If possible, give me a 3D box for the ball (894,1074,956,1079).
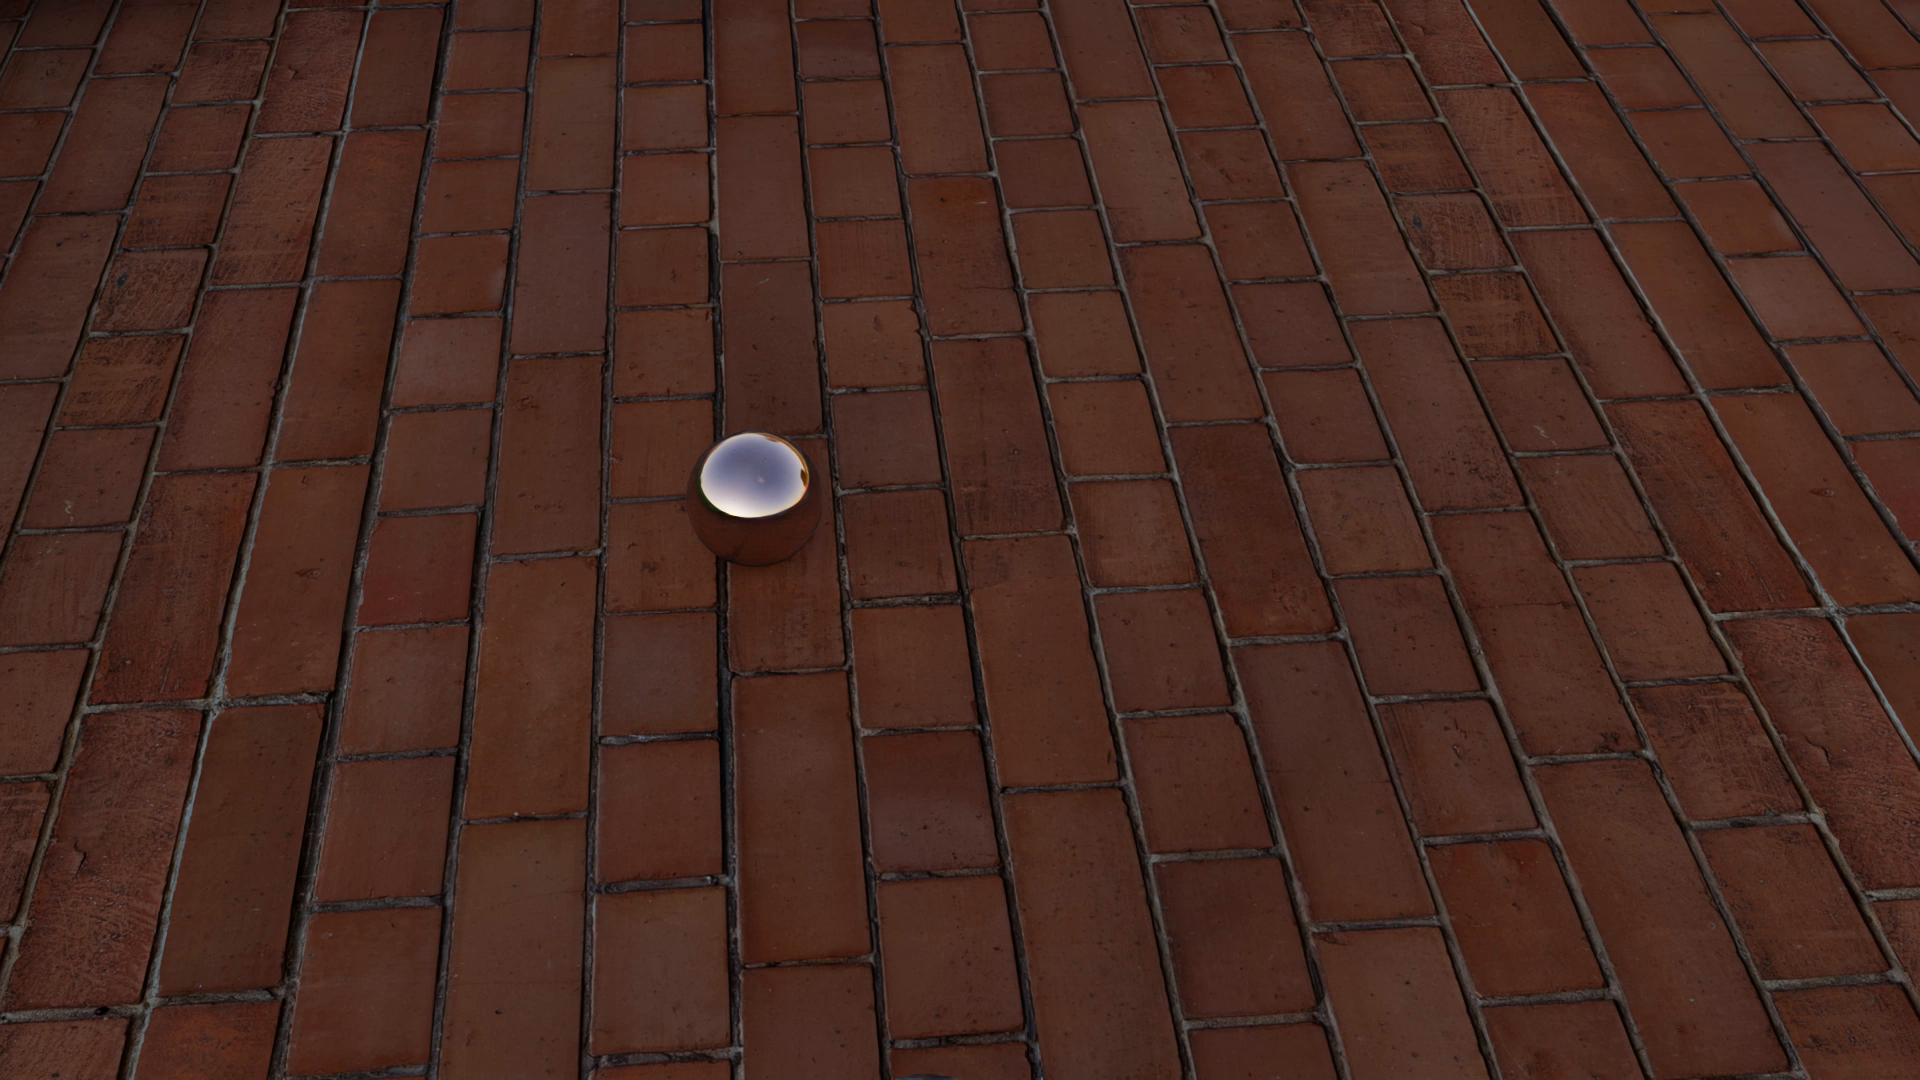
[{"bbox_3d":[-0.016,0.294,1.192,0.090,0.090,0.090,0,36,0],"label":"ball"}]

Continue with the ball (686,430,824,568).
[{"bbox_3d":[-0.131,-0.027,1.637,0.088,0.088,0.088,0,36,0],"label":"ball"}]
